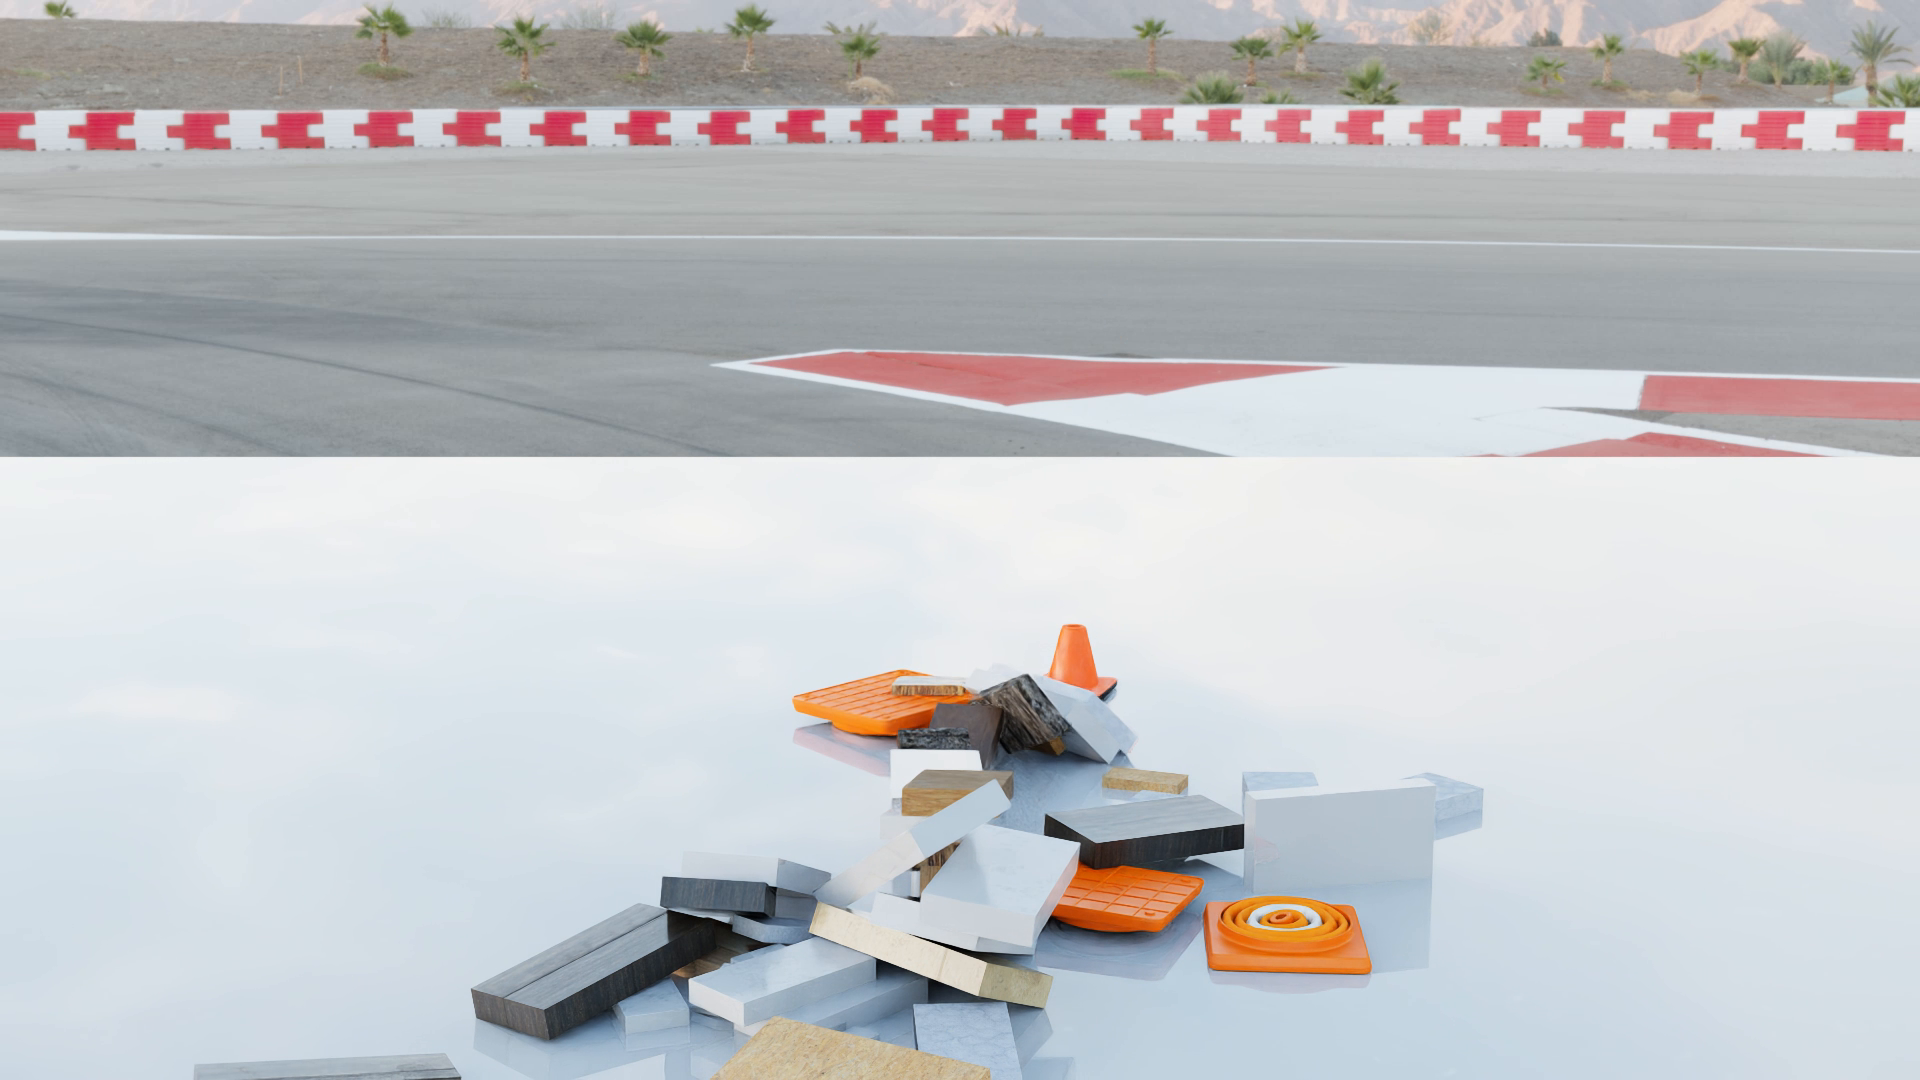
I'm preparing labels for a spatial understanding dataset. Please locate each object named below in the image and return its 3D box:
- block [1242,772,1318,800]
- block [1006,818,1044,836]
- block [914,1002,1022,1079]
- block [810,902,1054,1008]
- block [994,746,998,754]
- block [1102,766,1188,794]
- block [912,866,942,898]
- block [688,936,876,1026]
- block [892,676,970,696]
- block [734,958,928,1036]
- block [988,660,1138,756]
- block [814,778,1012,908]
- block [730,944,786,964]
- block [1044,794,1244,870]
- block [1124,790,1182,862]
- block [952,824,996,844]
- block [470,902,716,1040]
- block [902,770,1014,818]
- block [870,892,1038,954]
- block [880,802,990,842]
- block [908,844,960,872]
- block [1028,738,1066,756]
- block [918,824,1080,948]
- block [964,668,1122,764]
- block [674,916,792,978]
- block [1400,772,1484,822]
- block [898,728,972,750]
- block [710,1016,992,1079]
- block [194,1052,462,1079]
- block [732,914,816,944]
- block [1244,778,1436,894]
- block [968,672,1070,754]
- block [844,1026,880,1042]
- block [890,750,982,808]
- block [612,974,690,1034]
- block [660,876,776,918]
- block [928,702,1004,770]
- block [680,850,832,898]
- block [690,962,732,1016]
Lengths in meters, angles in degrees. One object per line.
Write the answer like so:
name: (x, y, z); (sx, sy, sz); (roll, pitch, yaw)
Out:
block: (0.608, 0.490, 4.104); (0.135, 0.038, 0.271); (0, 11, 2)
block: (0.147, 0.527, 3.949); (0.156, 0.022, 0.078); (-7, 13, -33)
block: (0.008, 0.698, 2.987); (0.131, 0.037, 0.263); (-1, 11, -4)
block: (-0.044, 0.609, 3.235); (0.332, 0.047, 0.166); (12, -8, 40)
block: (0.041, 0.413, 4.562); (0.076, 0.021, 0.151); (1, 11, 4)
block: (0.360, 0.468, 4.267); (0.151, 0.021, 0.076); (4, 11, 22)
block: (0.011, 0.544, 3.465); (0.162, 0.046, 0.325); (2, -10, -3)
block: (-0.253, 0.630, 3.153); (0.246, 0.035, 0.123); (-10, 15, -43)
block: (-0.063, 0.314, 4.740); (0.156, 0.022, 0.078); (-1, 10, 11)
block: (-0.184, 0.665, 3.165); (0.131, 0.037, 0.263); (9, 14, 41)
block: (0.206, 0.348, 4.572); (0.165, 0.047, 0.329); (45, -18, -33)
block: (-0.076, 0.464, 3.288); (0.166, 0.047, 0.369); (-27, -8, -33)
block: (-0.291, 0.621, 3.263); (0.090, 0.013, 0.045); (-10, 14, -42)
block: (0.327, 0.501, 3.794); (0.326, 0.046, 0.163); (-3, 13, -29)
block: (0.344, 0.514, 3.973); (0.135, 0.038, 0.271); (5, 12, 25)
block: (-0.014, 0.510, 3.784); (0.135, 0.038, 0.270); (1, -6, 4)
block: (-0.532, 0.626, 3.216); (0.163, 0.046, 0.326); (4, 17, 40)
block: (0.000, 0.416, 3.625); (0.153, 0.043, 0.307); (1, 0, 6)
block: (-0.003, 0.572, 3.273); (0.162, 0.046, 0.325); (11, -8, 19)
block: (-0.039, 0.456, 3.602); (0.135, 0.038, 0.270); (1, 0, 9)
block: (-0.015, 0.528, 3.620); (0.135, 0.038, 0.270); (0, -11, 9)
block: (0.138, 0.387, 4.481); (0.025, 0.087, 0.174); (-43, 24, -22)
block: (0.062, 0.495, 3.185); (0.162, 0.046, 0.325); (10, 12, 12)
block: (0.166, 0.359, 4.504); (0.329, 0.047, 0.165); (14, -27, 52)
block: (-0.341, 0.635, 3.326); (0.263, 0.037, 0.131); (9, 14, 40)
block: (0.832, 0.490, 4.101); (0.276, 0.038, 0.135); (-8, 13, -36)
block: (-0.038, 0.444, 4.122); (0.133, 0.038, 0.266); (-1, 30, -7)
block: (-0.144, 0.707, 2.811); (0.332, 0.047, 0.166); (6, 25, 30)
block: (-0.821, 0.702, 2.860); (0.323, 0.026, 0.091); (4, 6, -27)
block: (-0.247, 0.602, 3.380); (0.183, 0.026, 0.091); (11, -4, -36)
block: (0.642, 0.498, 3.716); (0.326, 0.163, 0.046); (-3, 11, -14)
block: (0.114, 0.347, 4.375); (0.038, 0.133, 0.266); (-40, 3, -23)
block: (-0.158, 0.699, 3.048); (0.045, 0.013, 0.090); (8, 13, 38)
block: (-0.041, 0.439, 3.929); (0.165, 0.047, 0.329); (1, 9, -3)
block: (-0.458, 0.665, 3.194); (0.091, 0.026, 0.183); (-4, 11, -19)
block: (-0.369, 0.555, 3.396); (0.153, 0.043, 0.307); (4, -12, -1)
block: (-0.005, 0.410, 4.265); (0.133, 0.038, 0.266); (3, 30, 11)
block: (-0.322, 0.537, 3.516); (0.153, 0.043, 0.307); (2, -12, 13)
block: (-0.347, 0.652, 3.192); (0.045, 0.013, 0.090); (2, 35, 33)
